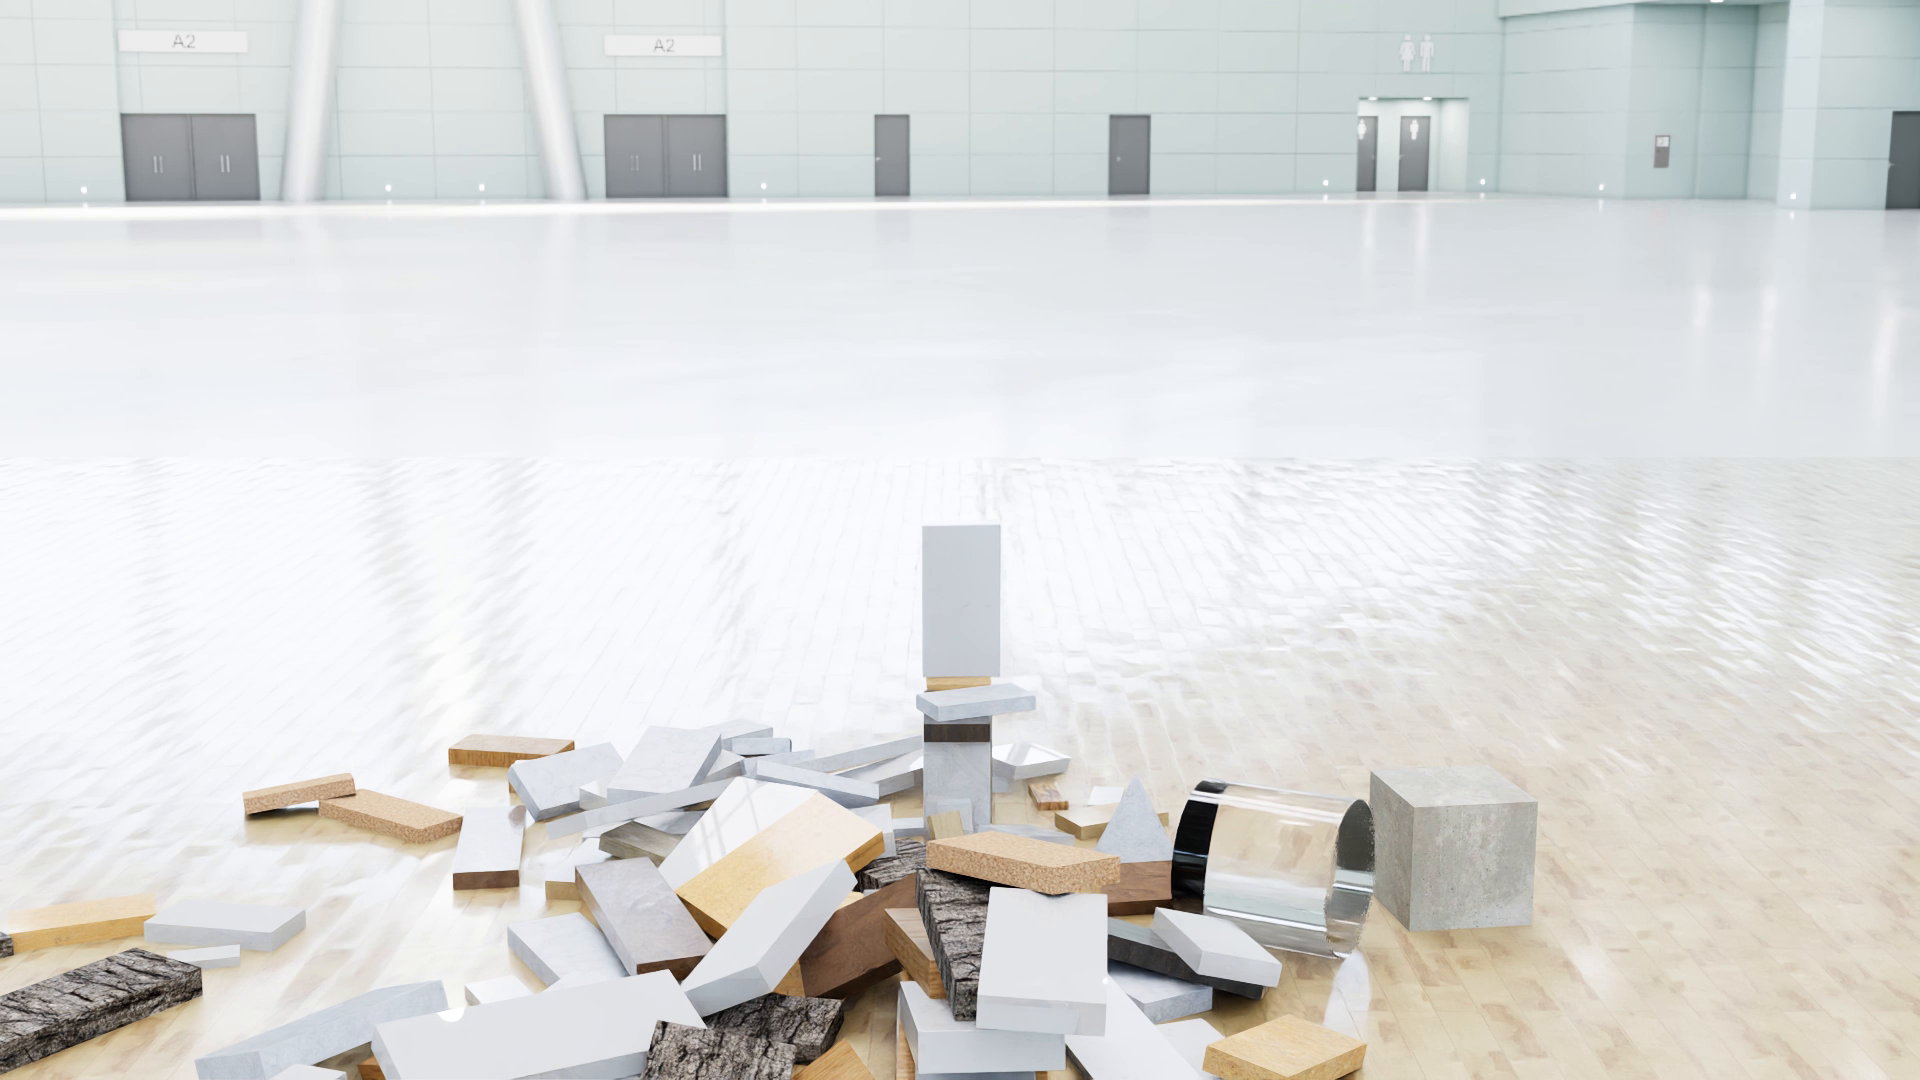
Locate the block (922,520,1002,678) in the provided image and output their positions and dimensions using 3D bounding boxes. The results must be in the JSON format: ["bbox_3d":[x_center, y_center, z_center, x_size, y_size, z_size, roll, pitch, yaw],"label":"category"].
[{"bbox_3d":[0.002,0.108,4.010,0.142,0.284,0.040,-1,12,-3],"label":"block"}]

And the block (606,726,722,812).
[{"bbox_3d":[-0.550,0.428,4.112,0.142,0.040,0.284,5,19,7],"label":"block"}]

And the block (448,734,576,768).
[{"bbox_3d":[-0.907,0.429,4.451,0.226,0.032,0.113,2,11,12],"label":"block"}]

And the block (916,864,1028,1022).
[{"bbox_3d":[0.050,0.470,2.609,0.161,0.046,0.322,0,16,-9],"label":"block"}]

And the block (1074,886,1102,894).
[{"bbox_3d":[0.079,0.532,3.322,0.239,0.034,0.120,-6,0,35],"label":"block"}]

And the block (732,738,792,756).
[{"bbox_3d":[-0.390,0.412,4.358,0.111,0.031,0.221,-1,-7,-3],"label":"block"}]

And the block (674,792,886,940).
[{"bbox_3d":[-0.286,0.529,3.516,0.155,0.044,0.310,25,44,39],"label":"block"}]

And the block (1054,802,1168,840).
[{"bbox_3d":[0.278,0.511,4.024,0.187,0.027,0.094,-6,12,-27],"label":"block"}]

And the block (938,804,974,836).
[{"bbox_3d":[-0.006,0.511,3.779,0.056,0.112,0.016,-3,-6,-2],"label":"block"}]

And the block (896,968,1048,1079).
[{"bbox_3d":[0.014,0.630,2.680,0.178,0.050,0.356,0,17,0],"label":"block"}]

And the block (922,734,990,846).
[{"bbox_3d":[-0.007,0.449,3.808,0.113,0.227,0.032,0,11,-2],"label":"block"}]

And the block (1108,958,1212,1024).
[{"bbox_3d":[0.239,0.646,3.275,0.120,0.034,0.291,-6,12,-30],"label":"block"}]

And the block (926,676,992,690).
[{"bbox_3d":[-0.003,0.256,4.086,0.118,0.033,0.236,0,11,-1],"label":"block"}]

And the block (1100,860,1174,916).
[{"bbox_3d":[0.321,0.570,3.613,0.202,0.029,0.101,-2,29,-10],"label":"block"}]

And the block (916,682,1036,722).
[{"bbox_3d":[0.028,0.282,3.835,0.187,0.027,0.094,-5,12,-25],"label":"block"}]

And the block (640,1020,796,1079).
[{"bbox_3d":[-0.313,0.687,2.862,0.187,0.027,0.094,10,42,0],"label":"block"}]

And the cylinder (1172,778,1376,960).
[{"bbox_3d":[0.491,0.509,3.428,0.247,0.247,0.247,6,12,27],"label":"cylinder"}]

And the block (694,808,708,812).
[{"bbox_3d":[-0.428,0.496,4.055,0.149,0.021,0.074,-10,-4,-44],"label":"block"}]

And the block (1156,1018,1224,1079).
[{"bbox_3d":[0.324,0.707,2.954,0.112,0.032,0.224,-4,11,-20],"label":"block"}]

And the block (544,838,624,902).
[{"bbox_3d":[-0.613,0.560,3.742,0.113,0.032,0.226,2,11,9],"label":"block"}]

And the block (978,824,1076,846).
[{"bbox_3d":[0.115,0.516,3.813,0.094,0.027,0.197,9,-2,28],"label":"block"}]

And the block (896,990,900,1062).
[{"bbox_3d":[0.005,0.659,2.953,0.178,0.050,0.356,0,-2,-1],"label":"block"}]

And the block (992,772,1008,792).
[{"bbox_3d":[0.022,0.451,4.333,0.111,0.031,0.221,-1,11,-7],"label":"block"}]

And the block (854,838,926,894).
[{"bbox_3d":[-0.100,0.541,3.595,0.141,0.040,0.282,-9,5,-20],"label":"block"}]

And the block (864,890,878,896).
[{"bbox_3d":[-0.009,0.528,3.222,0.240,0.034,0.120,-6,-10,34],"label":"block"}]

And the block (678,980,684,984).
[{"bbox_3d":[-0.436,0.627,3.226,0.075,0.021,0.150,0,11,-1],"label":"block"}]

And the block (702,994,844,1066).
[{"bbox_3d":[-0.292,0.676,3.063,0.237,0.034,0.118,2,20,12],"label":"block"}]

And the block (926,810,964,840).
[{"bbox_3d":[-0.017,0.521,3.744,0.056,0.112,0.016,-6,-13,-31],"label":"block"}]

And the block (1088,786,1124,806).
[{"bbox_3d":[0.276,0.491,4.155,0.058,0.017,0.117,2,11,9],"label":"block"}]

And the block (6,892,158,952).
[{"bbox_3d":[-1.394,0.607,3.494,0.218,0.031,0.109,-5,12,-24],"label":"block"}]

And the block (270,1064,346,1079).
[{"bbox_3d":[-0.852,0.705,2.765,0.078,0.022,0.157,4,11,20],"label":"block"}]

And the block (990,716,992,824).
[{"bbox_3d":[0.000,0.402,4.035,0.118,0.236,0.033,0,11,-1],"label":"block"}]

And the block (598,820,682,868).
[{"bbox_3d":[-0.506,0.534,3.761,0.200,0.028,0.100,15,13,22],"label":"block"}]

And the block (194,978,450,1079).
[{"bbox_3d":[-0.863,0.671,2.989,0.151,0.043,0.302,-16,-1,37],"label":"block"}]

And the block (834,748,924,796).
[{"bbox_3d":[-0.137,0.454,4.228,0.221,0.031,0.111,-14,12,-29],"label":"block"}]

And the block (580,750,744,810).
[{"bbox_3d":[-0.559,0.457,4.150,0.142,0.040,0.301,16,23,33],"label":"block"}]

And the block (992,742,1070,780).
[{"bbox_3d":[0.120,0.433,4.313,0.101,0.029,0.202,18,10,33],"label":"block"}]

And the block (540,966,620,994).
[{"bbox_3d":[-0.553,0.676,2.982,0.146,0.041,0.292,6,20,30],"label":"block"}]

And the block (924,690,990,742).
[{"bbox_3d":[-0.007,0.308,3.857,0.113,0.032,0.227,0,11,-1],"label":"block"}]
